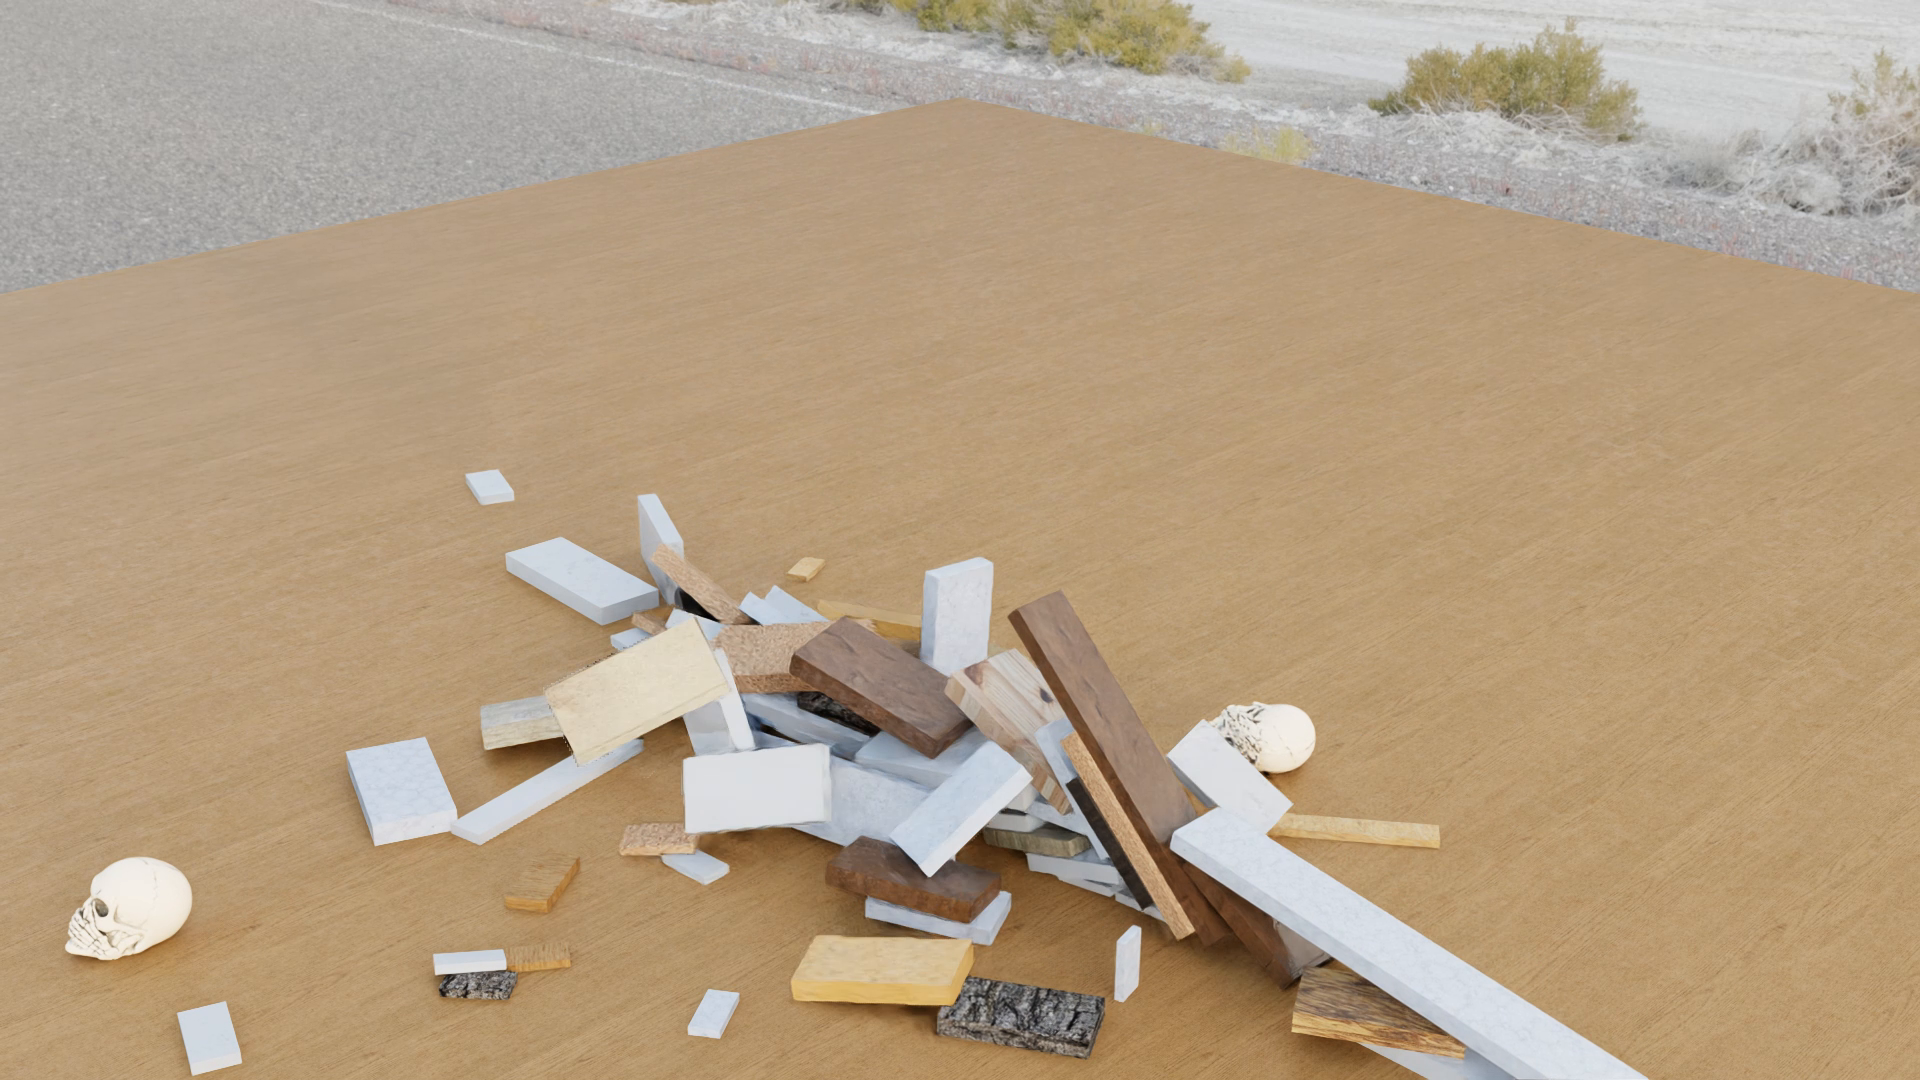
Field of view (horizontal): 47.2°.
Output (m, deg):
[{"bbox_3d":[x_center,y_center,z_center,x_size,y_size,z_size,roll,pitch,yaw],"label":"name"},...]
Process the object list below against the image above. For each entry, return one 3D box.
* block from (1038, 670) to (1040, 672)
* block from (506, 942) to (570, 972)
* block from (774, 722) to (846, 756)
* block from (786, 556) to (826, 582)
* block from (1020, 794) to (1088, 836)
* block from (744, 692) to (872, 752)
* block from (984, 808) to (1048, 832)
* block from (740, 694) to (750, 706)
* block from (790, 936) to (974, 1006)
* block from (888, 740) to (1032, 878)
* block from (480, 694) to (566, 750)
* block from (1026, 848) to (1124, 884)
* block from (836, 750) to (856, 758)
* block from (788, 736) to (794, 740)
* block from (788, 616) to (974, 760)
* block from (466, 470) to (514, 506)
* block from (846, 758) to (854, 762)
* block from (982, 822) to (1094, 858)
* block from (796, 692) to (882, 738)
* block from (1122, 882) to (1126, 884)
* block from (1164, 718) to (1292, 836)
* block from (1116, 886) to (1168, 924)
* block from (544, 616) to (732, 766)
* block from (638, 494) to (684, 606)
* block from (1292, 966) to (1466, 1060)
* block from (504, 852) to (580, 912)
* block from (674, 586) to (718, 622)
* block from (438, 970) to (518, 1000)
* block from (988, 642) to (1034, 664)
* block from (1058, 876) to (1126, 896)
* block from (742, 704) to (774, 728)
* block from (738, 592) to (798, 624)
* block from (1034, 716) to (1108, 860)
[{"bbox_3d":[0.097,0.335,4.797,0.310,0.044,0.155,-9,8,-26],"label":"block"},{"bbox_3d":[-0.761,0.753,3.966,0.113,0.016,0.057,-4,23,-10],"label":"block"},{"bbox_3d":[-0.298,0.398,4.604,0.173,0.024,0.086,20,34,38],"label":"block"},{"bbox_3d":[-0.391,0.074,5.566,0.056,0.016,0.112,9,24,20],"label":"block"},{"bbox_3d":[0.200,0.504,4.268,0.247,0.035,0.123,16,26,41],"label":"block"},{"bbox_3d":[-0.283,0.368,4.598,0.344,0.032,0.113,17,32,34],"label":"block"},{"bbox_3d":[0.090,0.536,4.367,0.113,0.032,0.227,-21,14,-42],"label":"block"},{"bbox_3d":[-0.398,0.336,4.781,0.116,0.033,0.232,-21,24,-34],"label":"block"},{"bbox_3d":[-0.135,0.757,3.870,0.292,0.041,0.146,-2,21,17],"label":"block"},{"bbox_3d":[0.001,0.498,4.100,0.265,0.037,0.132,-43,32,-8],"label":"block"},{"bbox_3d":[-0.853,0.374,4.739,0.349,0.049,0.175,-10,13,-11],"label":"block"},{"bbox_3d":[0.256,0.605,4.194,0.123,0.035,0.247,-20,12,-39],"label":"block"},{"bbox_3d":[-0.214,0.433,4.636,0.086,0.024,0.173,-17,8,-34],"label":"block"},{"bbox_3d":[-0.289,0.411,4.696,0.086,0.024,0.173,-15,10,-31],"label":"block"},{"bbox_3d":[-0.146,0.294,4.427,0.358,0.051,0.179,30,37,20],"label":"block"},{"bbox_3d":[-1.299,-0.146,6.072,0.092,0.026,0.184,-10,25,-22],"label":"block"},{"bbox_3d":[-0.174,0.466,4.609,0.123,0.017,0.062,6,20,43],"label":"block"},{"bbox_3d":[0.172,0.569,4.287,0.123,0.035,0.247,-20,13,-39],"label":"block"},{"bbox_3d":[-0.218,0.344,4.568,0.226,0.032,0.113,18,33,35],"label":"block"},{"bbox_3d":[0.366,0.647,4.127,0.132,0.019,0.066,27,34,37],"label":"block"},{"bbox_3d":[0.528,0.483,4.361,0.246,0.035,0.123,44,58,9],"label":"block"},{"bbox_3d":[0.365,0.679,4.136,0.132,0.019,0.066,19,29,37],"label":"block"},{"bbox_3d":[-0.626,0.294,4.286,0.322,0.161,0.046,-26,-1,-1],"label":"block"},{"bbox_3d":[-0.747,0.021,5.501,0.047,0.165,0.329,-8,24,-17],"label":"block"},{"bbox_3d":[0.715,0.798,3.725,0.284,0.040,0.142,6,24,14],"label":"block"},{"bbox_3d":[-0.795,0.651,4.196,0.083,0.024,0.167,5,23,11],"label":"block"},{"bbox_3d":[-0.616,0.178,5.248,0.110,0.031,0.220,17,17,-19],"label":"block"},{"bbox_3d":[-0.851,0.785,3.887,0.123,0.017,0.062,2,23,4],"label":"block"},{"bbox_3d":[0.064,0.285,4.978,0.194,0.027,0.097,19,72,37],"label":"block"},{"bbox_3d":[0.257,0.643,4.195,0.066,0.019,0.132,-21,22,-41],"label":"block"},{"bbox_3d":[-0.439,0.354,4.844,0.232,0.033,0.116,13,28,43],"label":"block"},{"bbox_3d":[-0.347,0.234,4.977,0.323,0.046,0.162,30,-8,39],"label":"block"},{"bbox_3d":[0.259,0.458,4.152,0.135,0.038,0.269,-17,73,-40],"label":"block"}]
